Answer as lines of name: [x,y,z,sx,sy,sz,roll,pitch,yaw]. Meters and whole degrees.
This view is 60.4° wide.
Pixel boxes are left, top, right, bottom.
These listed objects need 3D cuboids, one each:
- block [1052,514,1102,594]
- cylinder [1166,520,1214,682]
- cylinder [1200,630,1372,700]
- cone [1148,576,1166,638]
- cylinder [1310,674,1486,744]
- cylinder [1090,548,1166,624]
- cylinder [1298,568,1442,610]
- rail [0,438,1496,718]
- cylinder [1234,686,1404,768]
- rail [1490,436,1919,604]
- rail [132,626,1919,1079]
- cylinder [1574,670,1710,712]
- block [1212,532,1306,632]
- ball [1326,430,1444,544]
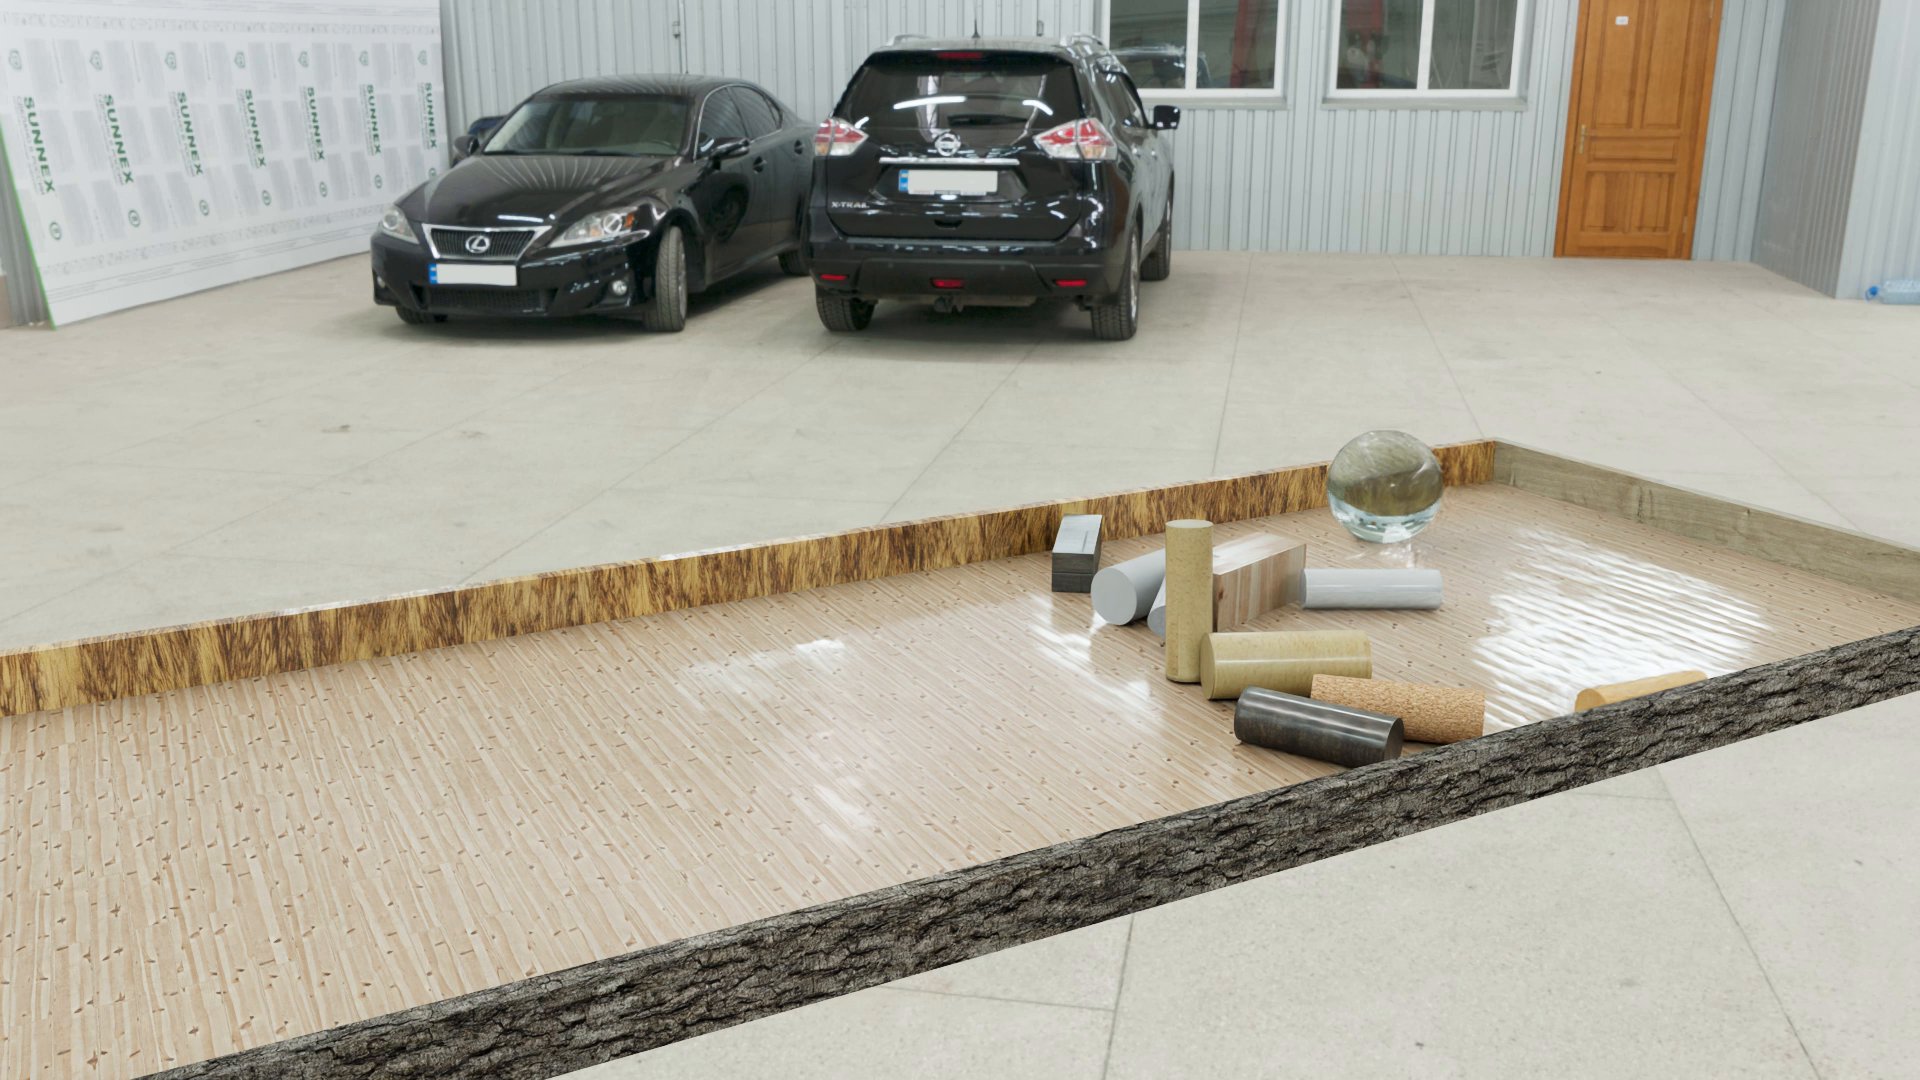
block: [0.358,0.037,5.015,0.121,0.121,0.428,2,17,8]
cylinder: [0.574,0.151,4.130,0.118,0.391,0.118,-1,11,0]
cylinder: [0.793,0.303,4.033,0.385,0.163,0.163,-1,16,-4]
cone: [0.607,0.082,4.471,0.167,0.167,0.353,3,52,11]
cylinder: [1.004,0.392,3.793,0.381,0.130,0.130,5,17,16]
cylinder: [0.541,0.121,4.653,0.162,0.162,0.341,15,22,42]
cylinder: [1.163,0.139,4.678,0.381,0.114,0.114,0,16,1]
rail: [-3.305,0.497,3.399,12.000,0.150,0.050,-9,18,-27]
cylinder: [0.801,0.423,3.689,0.350,0.128,0.128,10,19,32]
rail: [2.466,-0.048,5.253,0.050,0.150,2.100,-9,18,-27]
rail: [-2.336,1.006,1.665,12.000,0.150,0.050,-9,18,-27]
cylinder: [1.605,0.380,3.861,0.322,0.113,0.113,-7,18,-22]
block: [0.790,0.114,4.671,0.166,0.166,0.424,15,22,42]
ball: [1.362,-0.172,5.291,0.366,0.366,0.366,0,16,0]
